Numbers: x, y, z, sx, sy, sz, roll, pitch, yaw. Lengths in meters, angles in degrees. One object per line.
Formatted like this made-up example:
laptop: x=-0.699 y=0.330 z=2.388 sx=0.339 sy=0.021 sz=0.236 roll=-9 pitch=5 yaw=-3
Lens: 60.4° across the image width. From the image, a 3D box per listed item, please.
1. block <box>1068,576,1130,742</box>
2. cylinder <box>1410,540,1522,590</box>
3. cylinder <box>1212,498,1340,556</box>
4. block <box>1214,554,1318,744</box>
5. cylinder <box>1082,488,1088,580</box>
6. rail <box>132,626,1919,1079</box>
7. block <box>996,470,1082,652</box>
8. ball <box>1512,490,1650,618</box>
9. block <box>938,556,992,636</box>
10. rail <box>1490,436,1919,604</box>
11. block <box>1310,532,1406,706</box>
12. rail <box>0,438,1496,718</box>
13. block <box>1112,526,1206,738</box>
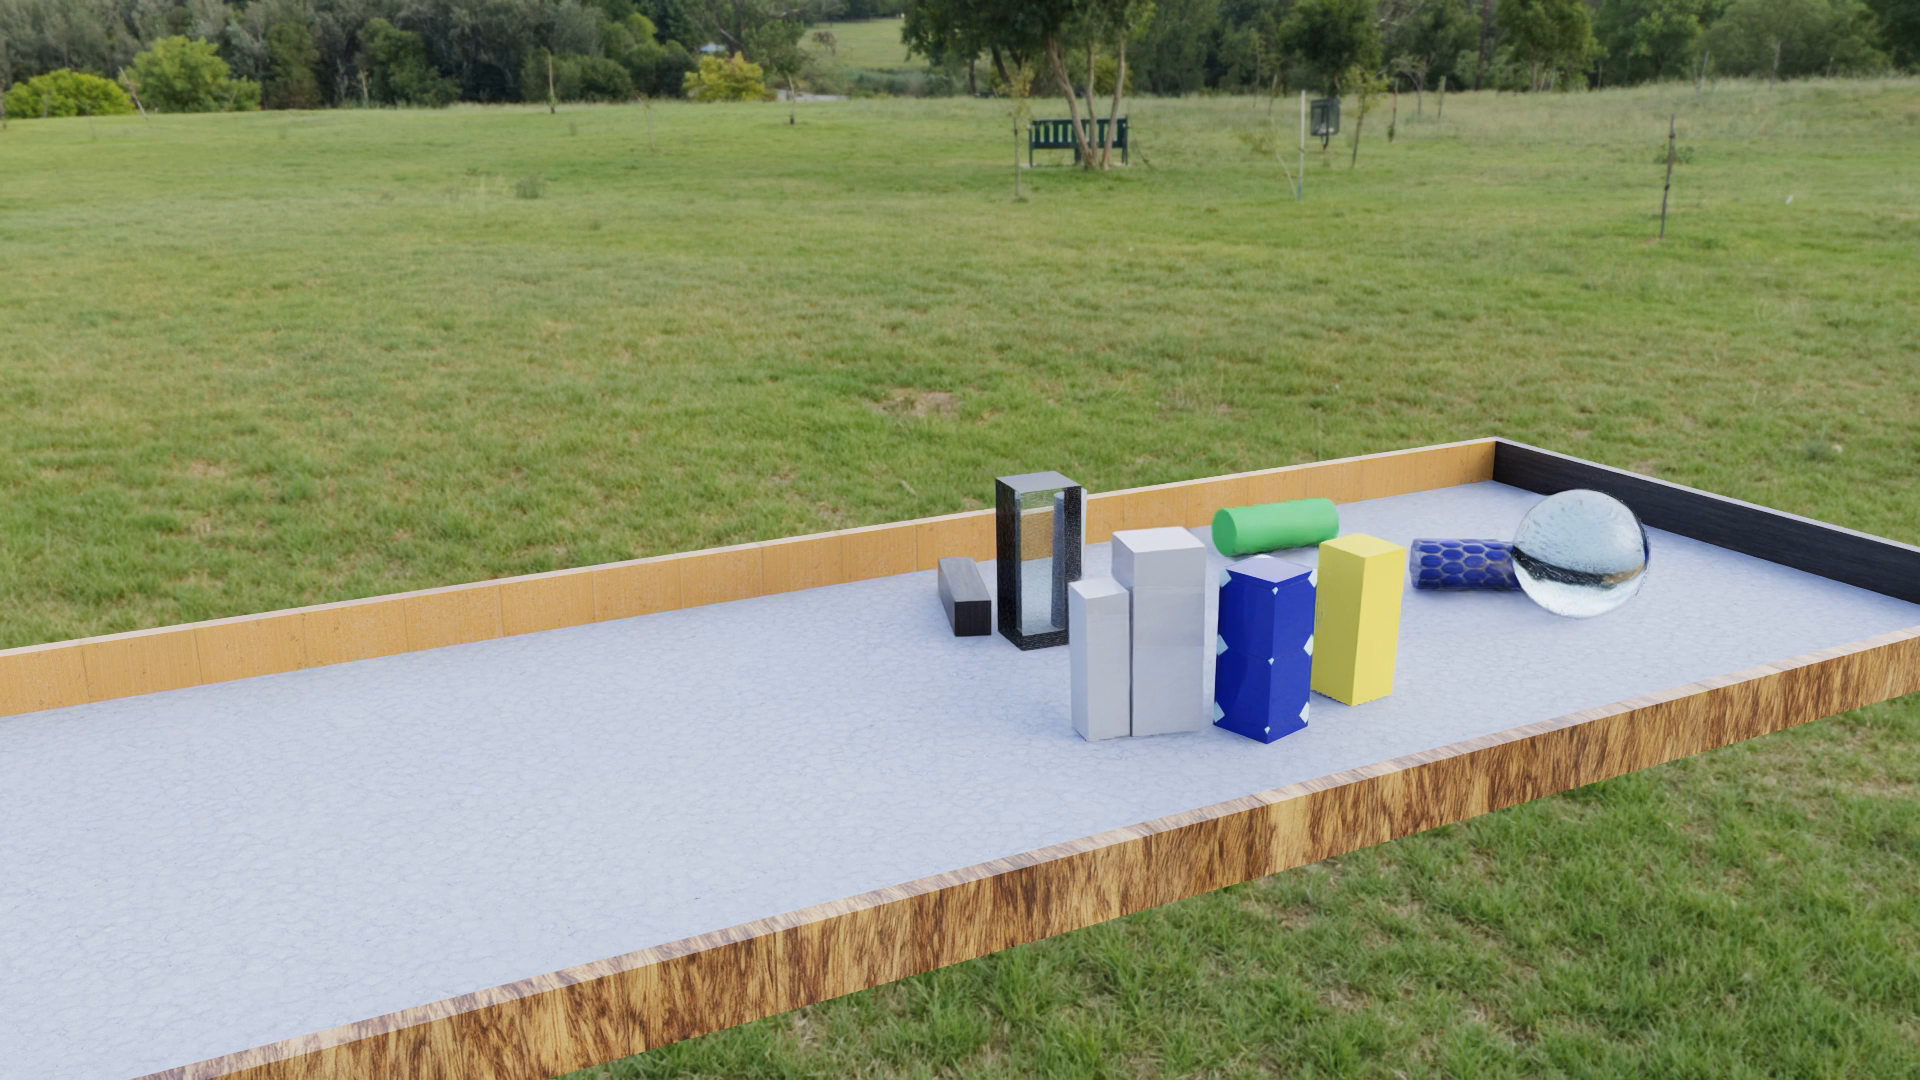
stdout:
block: x=0.319 y=0.273 z=3.772 sx=0.103 sy=0.357 sz=0.103 roll=-9 pitch=22 yaw=-17
cylinder: x=1.513 y=0.073 z=4.849 sx=0.345 sy=0.145 sz=0.145 roll=1 pitch=16 yaw=3
cylinder: x=1.003 y=-0.041 z=5.237 sx=0.377 sy=0.146 sz=0.146 roll=-7 pitch=18 yaw=-22
block: x=0.705 y=0.250 z=3.817 sx=0.157 sy=0.388 sz=0.157 roll=-15 pitch=22 yaw=-41
cylinder: x=0.288 y=0.039 z=4.572 sx=0.117 sy=0.361 sz=0.117 roll=1 pitch=14 yaw=0
rail: x=-2.336 y=1.006 z=1.665 sx=12.000 sy=0.150 sz=0.050 roll=-9 pitch=18 yaw=-27
block: x=0.209 y=0.054 z=4.396 sx=0.172 sy=0.433 sz=0.172 roll=-7 pitch=18 yaw=-20
ball: x=1.723 y=0.038 z=4.590 sx=0.358 sy=0.358 sz=0.358 roll=0 pitch=16 yaw=0
block: x=0.010 y=0.156 z=4.647 sx=0.100 sy=0.100 sz=0.403 roll=-2 pitch=17 yaw=-7
rail: x=2.466 y=-0.048 z=5.253 sx=0.050 sy=0.150 sz=2.100 roll=-9 pitch=18 yaw=-27
block: x=0.966 y=0.193 z=4.021 sx=0.144 sy=0.379 sz=0.144 roll=-11 pitch=21 yaw=-33
rail: x=-3.305 y=0.497 z=3.399 sx=12.000 sy=0.150 sz=0.050 roll=-9 pitch=18 yaw=-27
block: x=0.458 y=0.212 z=3.834 sx=0.169 sy=0.447 sz=0.169 roll=-5 pitch=17 yaw=-11
